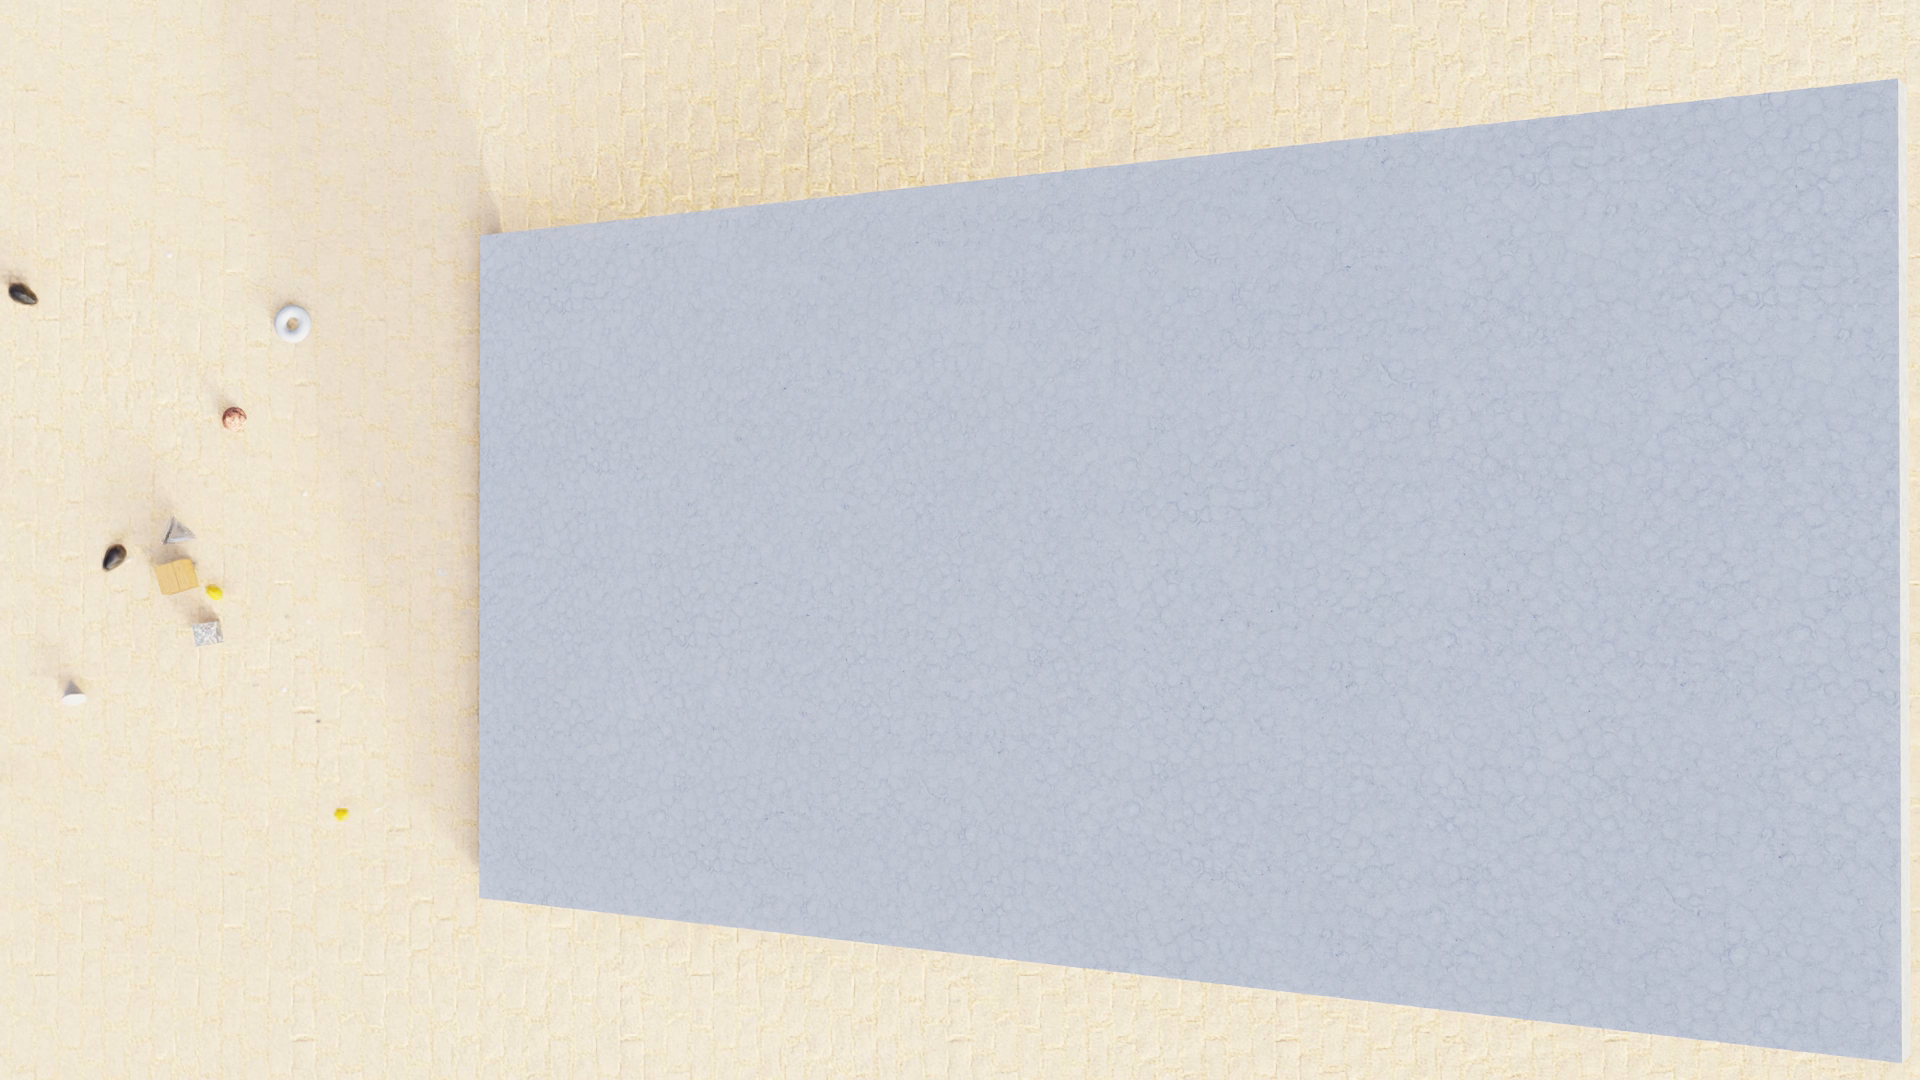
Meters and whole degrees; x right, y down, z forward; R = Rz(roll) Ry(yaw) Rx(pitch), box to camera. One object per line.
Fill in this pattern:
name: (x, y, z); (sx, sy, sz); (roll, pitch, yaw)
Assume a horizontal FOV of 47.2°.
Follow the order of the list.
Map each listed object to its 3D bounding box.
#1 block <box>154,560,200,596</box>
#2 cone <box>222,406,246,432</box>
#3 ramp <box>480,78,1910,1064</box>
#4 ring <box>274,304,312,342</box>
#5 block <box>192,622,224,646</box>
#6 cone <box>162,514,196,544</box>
block: (-2.378, 0.113, 6.677); (0.087, 0.087, 0.087); (-17, 90, 0)
cone: (-2.219, -0.370, 6.687); (0.076, 0.076, 0.076); (0, 90, 0)
ramp: (0.257, 0.071, 5.592); (4.000, 0.100, 2.000); (0, 89, 33)
ring: (-2.034, -0.659, 6.708); (0.116, 0.039, 0.116); (0, 89, 1)
block: (-2.286, 0.285, 6.686); (0.065, 0.065, 0.065); (-10, 90, 0)
cone: (-2.370, -0.018, 6.700); (0.095, 0.095, 0.095); (19, 89, -27)
